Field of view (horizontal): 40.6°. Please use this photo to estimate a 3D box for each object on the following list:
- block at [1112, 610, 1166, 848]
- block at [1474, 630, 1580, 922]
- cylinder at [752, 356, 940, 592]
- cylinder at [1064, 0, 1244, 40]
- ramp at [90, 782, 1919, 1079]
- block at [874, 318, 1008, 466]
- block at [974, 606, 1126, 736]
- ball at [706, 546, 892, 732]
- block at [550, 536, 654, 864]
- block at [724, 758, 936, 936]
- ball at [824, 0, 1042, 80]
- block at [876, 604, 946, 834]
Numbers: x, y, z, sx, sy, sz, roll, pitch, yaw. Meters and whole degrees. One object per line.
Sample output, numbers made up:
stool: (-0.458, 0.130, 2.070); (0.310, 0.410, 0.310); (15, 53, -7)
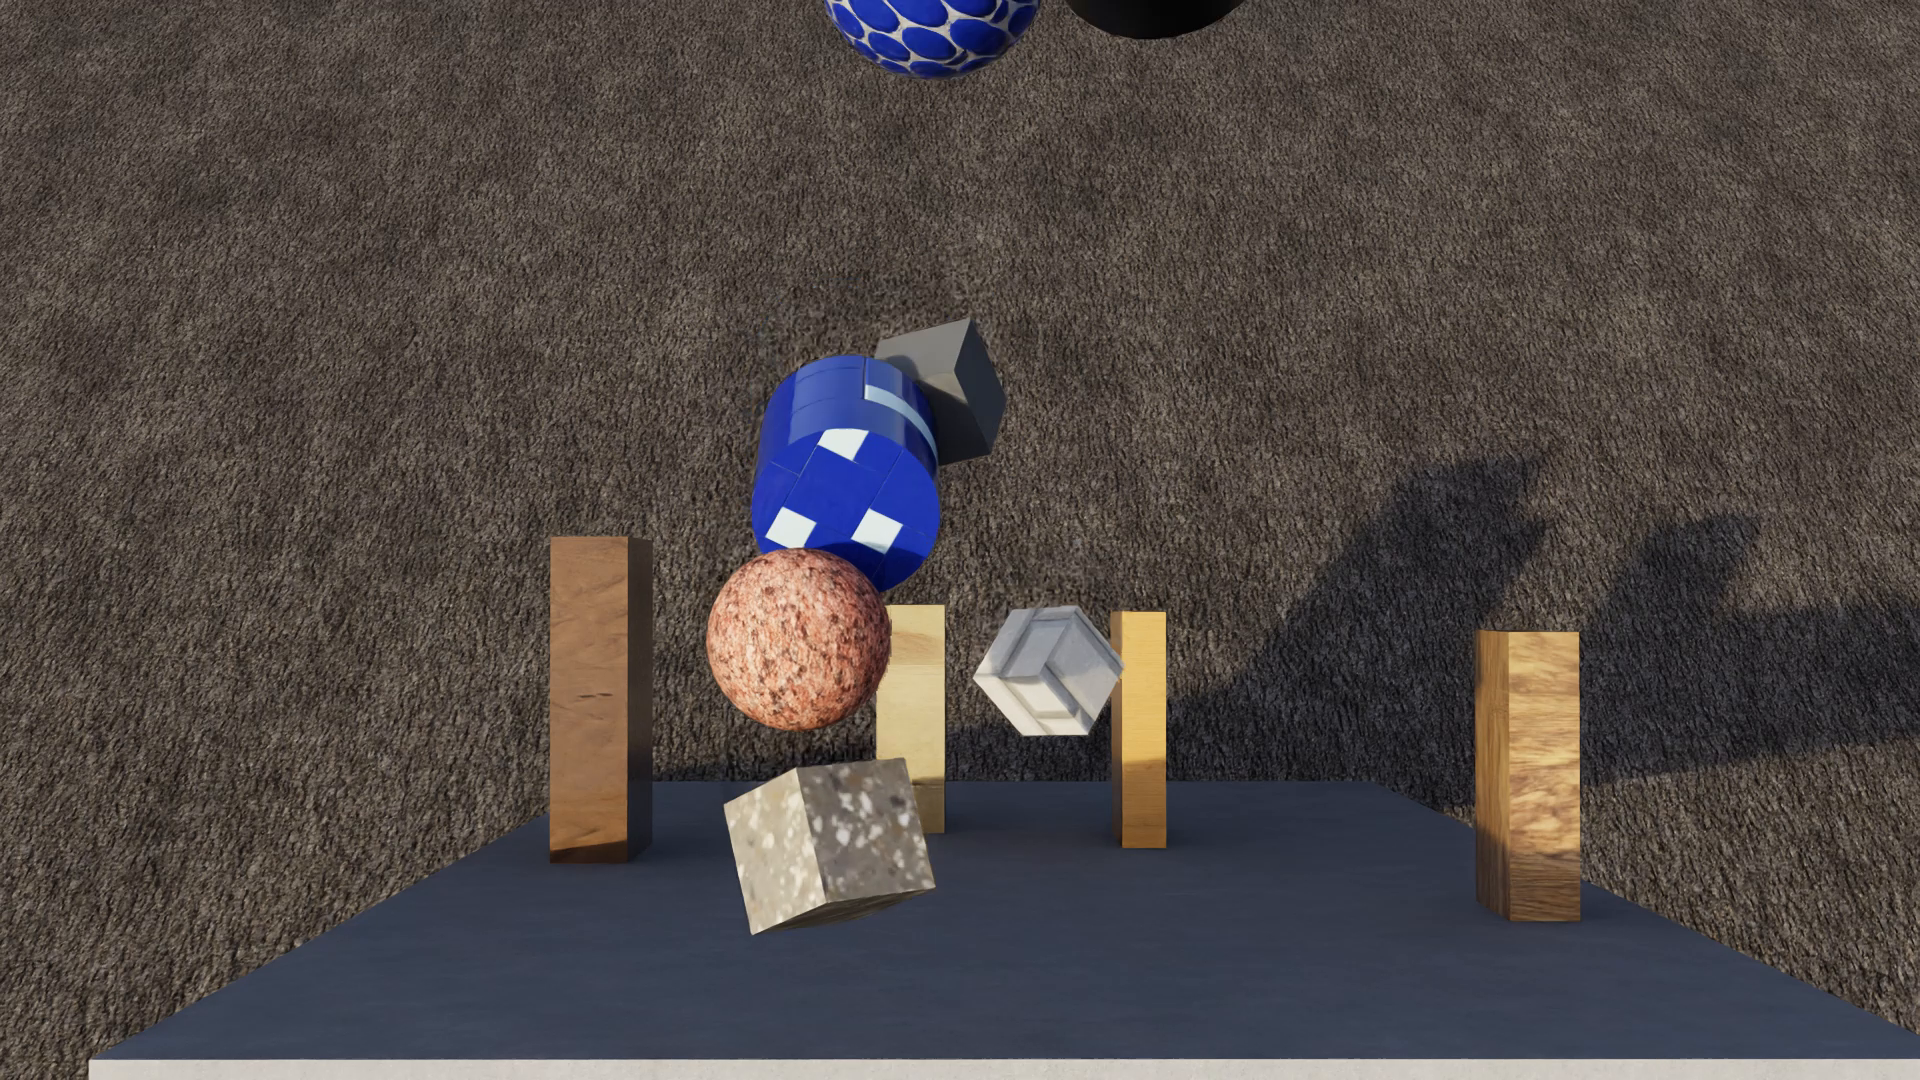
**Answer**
block: (0.357, 0.371, 5.204); (0.085, 0.456, 0.362); (0, -1, 0)
block: (0.881, 0.359, 4.039); (0.106, 0.435, 0.258); (0, -1, 0)
cylinder: (-0.125, -0.073, 2.889); (0.204, 0.204, 0.204); (-1, 26, -1)
cylinder: (0.162, -0.590, 2.288); (0.210, 0.210, 0.210); (-5, 66, 12)
ramp: (0.073, 0.641, 4.756); (2.000, 0.100, 4.000); (0, -1, 0)
block: (-0.029, -0.167, 3.029); (0.117, 0.117, 0.117); (-13, 32, 20)
block: (0.109, 0.160, 3.161); (0.110, 0.110, 0.110); (-5, 44, 46)
ball: (-0.170, 0.104, 2.738); (0.195, 0.195, 0.195); (0, 33, 0)
block: (-0.679, 0.296, 4.938); (0.141, 0.597, 0.392); (0, -1, 0)
block: (-0.151, 0.351, 2.975); (0.154, 0.154, 0.154); (-2, 71, -39)
ball: (-0.021, -0.442, 1.985); (0.178, 0.178, 0.178); (0, 33, 0)
block: (-0.102, 0.371, 5.529); (0.140, 0.468, 0.411); (0, -1, 0)
